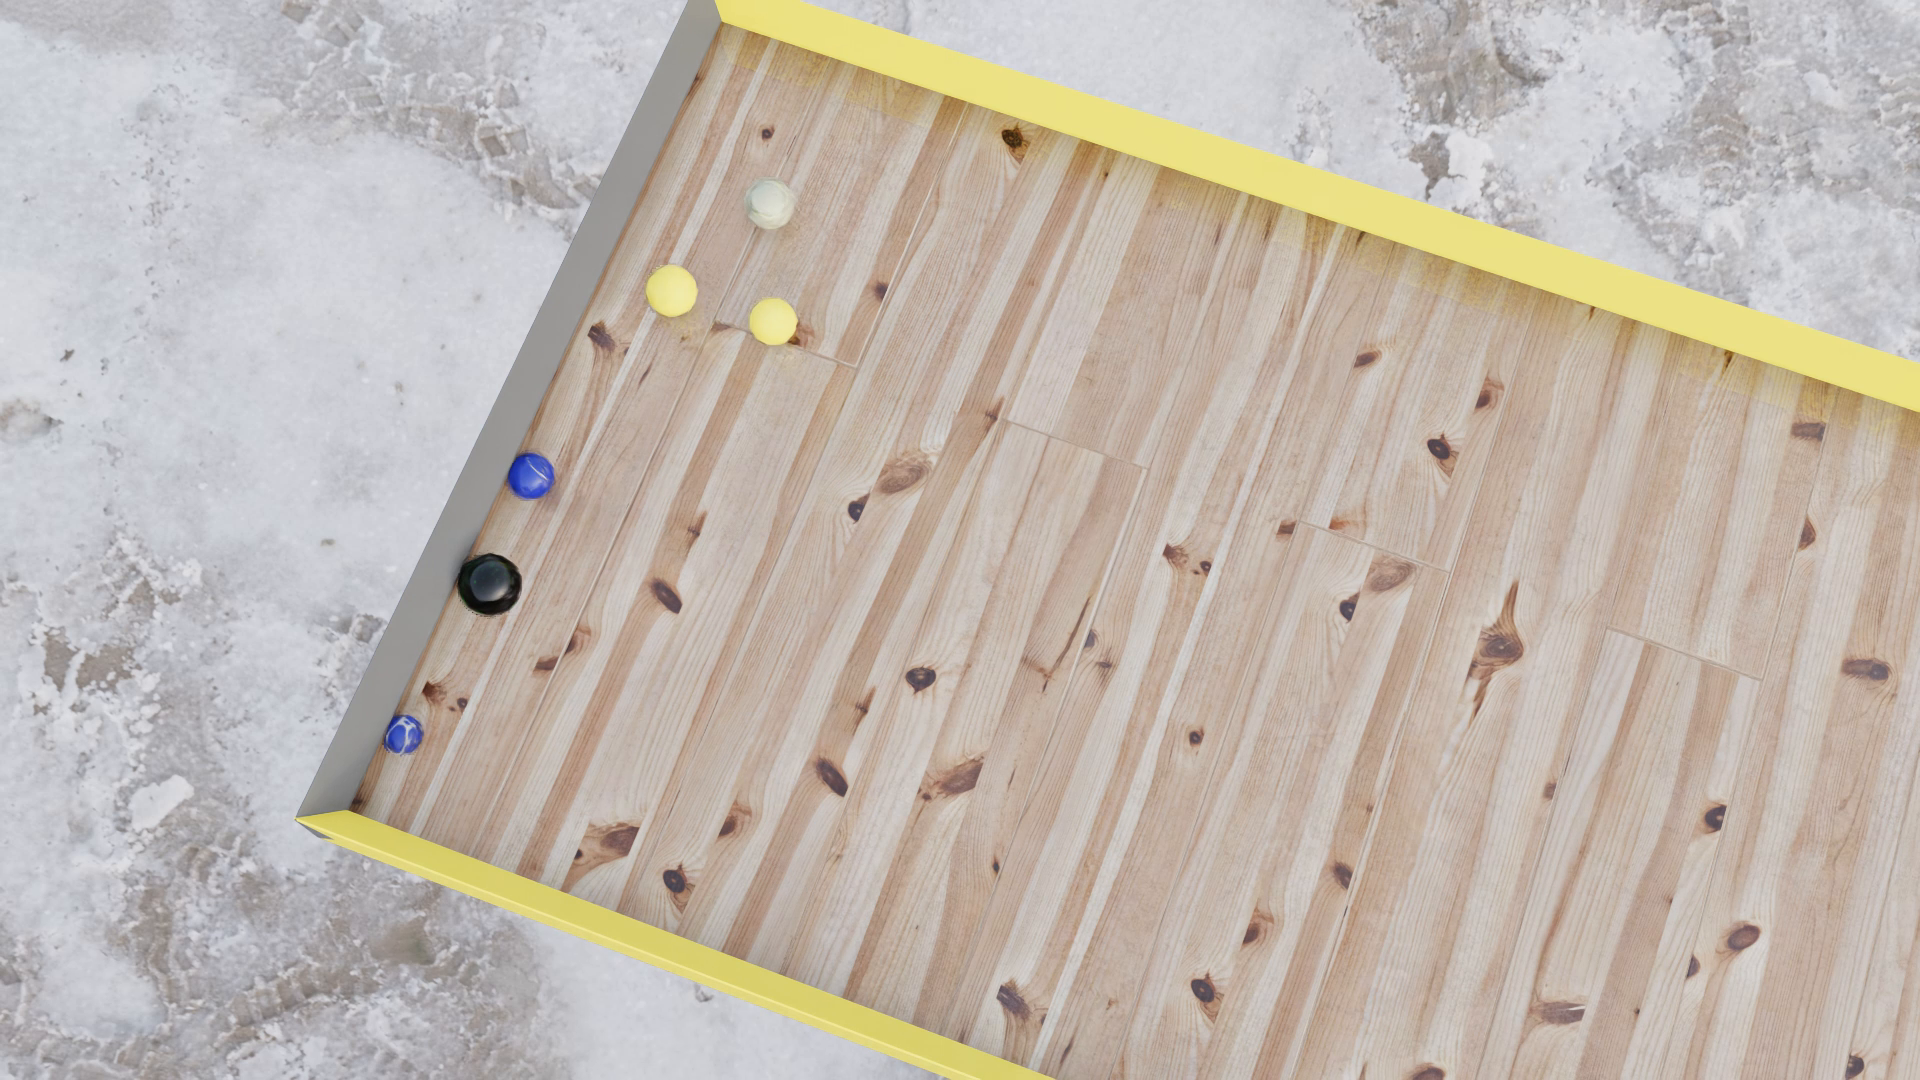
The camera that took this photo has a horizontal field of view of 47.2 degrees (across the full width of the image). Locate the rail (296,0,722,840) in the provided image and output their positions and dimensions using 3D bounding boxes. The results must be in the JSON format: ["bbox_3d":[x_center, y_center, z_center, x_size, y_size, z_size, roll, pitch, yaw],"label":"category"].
[{"bbox_3d":[-0.676,-0.246,3.487,0.045,0.126,1.539,19,72,7],"label":"rail"}]

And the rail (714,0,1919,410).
[{"bbox_3d":[0.959,-0.422,3.549,2.980,0.126,0.045,19,72,7],"label":"rail"}]

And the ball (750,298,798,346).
[{"bbox_3d":[-0.301,-0.353,3.552,0.077,0.077,0.077,0,70,0],"label":"ball"}]

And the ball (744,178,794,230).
[{"bbox_3d":[-0.314,-0.553,3.620,0.083,0.083,0.083,0,70,0],"label":"ball"}]

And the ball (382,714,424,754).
[{"bbox_3d":[-0.844,0.294,3.332,0.060,0.060,0.060,0,70,0],"label":"ball"}]

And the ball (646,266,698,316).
[{"bbox_3d":[-0.467,-0.404,3.567,0.082,0.082,0.082,0,70,0],"label":"ball"}]

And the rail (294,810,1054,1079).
[{"bbox_3d":[0.438,0.896,3.083,2.980,0.126,0.045,19,72,7],"label":"rail"}]

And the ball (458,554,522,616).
[{"bbox_3d":[-0.724,0.069,3.392,0.097,0.097,0.097,0,70,0],"label":"ball"}]

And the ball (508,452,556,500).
[{"bbox_3d":[-0.675,-0.100,3.464,0.074,0.074,0.074,0,70,0],"label":"ball"}]
